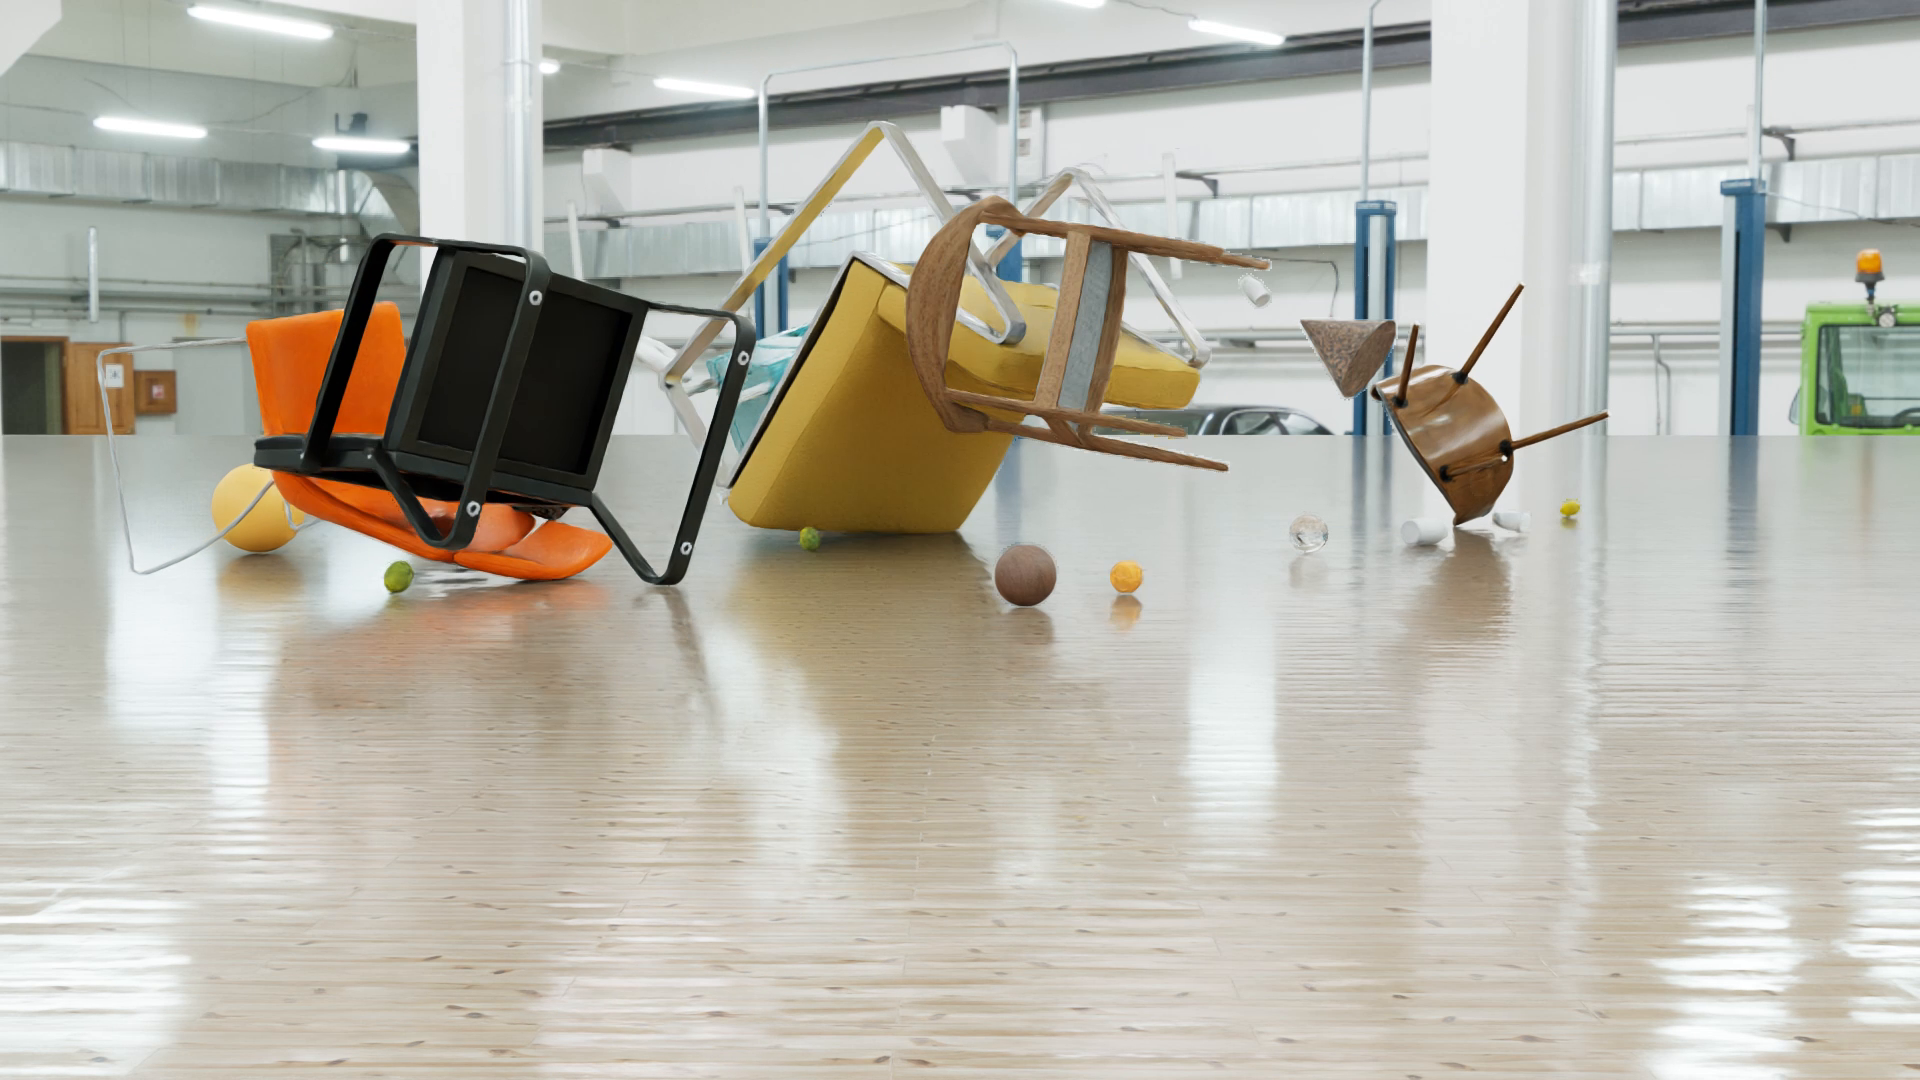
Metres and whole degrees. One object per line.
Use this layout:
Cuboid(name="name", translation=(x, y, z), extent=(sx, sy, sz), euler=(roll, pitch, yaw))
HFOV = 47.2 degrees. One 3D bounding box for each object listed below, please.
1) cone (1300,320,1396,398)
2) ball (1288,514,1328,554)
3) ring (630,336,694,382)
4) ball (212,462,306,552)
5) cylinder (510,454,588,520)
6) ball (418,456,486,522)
Cuboid(name="cone", translation=(1.117, -0.601, 6.580), extent=(0.130, 0.264, 0.311), euler=(27, 9, -45))
Cuboid(name="ball", translation=(0.954, -0.018, 6.017), extent=(0.109, 0.109, 0.109), euler=(0, 4, 0))
Cuboid(name="ring", translation=(-1.073, -0.650, 7.918), extent=(0.258, 0.067, 0.256), euler=(31, 12, -12))
Cuboid(name="ball", translation=(-1.925, -0.089, 6.038), extent=(0.248, 0.248, 0.248), euler=(0, 4, 0))
Cuboid(name="cylinder", translation=(-1.024, -0.131, 5.482), extent=(0.130, 0.170, 0.076), euler=(16, -29, 32))
Cuboid(name="ball", translation=(-1.717, -0.173, 7.441), extent=(0.223, 0.223, 0.223), euler=(0, 4, 0))
